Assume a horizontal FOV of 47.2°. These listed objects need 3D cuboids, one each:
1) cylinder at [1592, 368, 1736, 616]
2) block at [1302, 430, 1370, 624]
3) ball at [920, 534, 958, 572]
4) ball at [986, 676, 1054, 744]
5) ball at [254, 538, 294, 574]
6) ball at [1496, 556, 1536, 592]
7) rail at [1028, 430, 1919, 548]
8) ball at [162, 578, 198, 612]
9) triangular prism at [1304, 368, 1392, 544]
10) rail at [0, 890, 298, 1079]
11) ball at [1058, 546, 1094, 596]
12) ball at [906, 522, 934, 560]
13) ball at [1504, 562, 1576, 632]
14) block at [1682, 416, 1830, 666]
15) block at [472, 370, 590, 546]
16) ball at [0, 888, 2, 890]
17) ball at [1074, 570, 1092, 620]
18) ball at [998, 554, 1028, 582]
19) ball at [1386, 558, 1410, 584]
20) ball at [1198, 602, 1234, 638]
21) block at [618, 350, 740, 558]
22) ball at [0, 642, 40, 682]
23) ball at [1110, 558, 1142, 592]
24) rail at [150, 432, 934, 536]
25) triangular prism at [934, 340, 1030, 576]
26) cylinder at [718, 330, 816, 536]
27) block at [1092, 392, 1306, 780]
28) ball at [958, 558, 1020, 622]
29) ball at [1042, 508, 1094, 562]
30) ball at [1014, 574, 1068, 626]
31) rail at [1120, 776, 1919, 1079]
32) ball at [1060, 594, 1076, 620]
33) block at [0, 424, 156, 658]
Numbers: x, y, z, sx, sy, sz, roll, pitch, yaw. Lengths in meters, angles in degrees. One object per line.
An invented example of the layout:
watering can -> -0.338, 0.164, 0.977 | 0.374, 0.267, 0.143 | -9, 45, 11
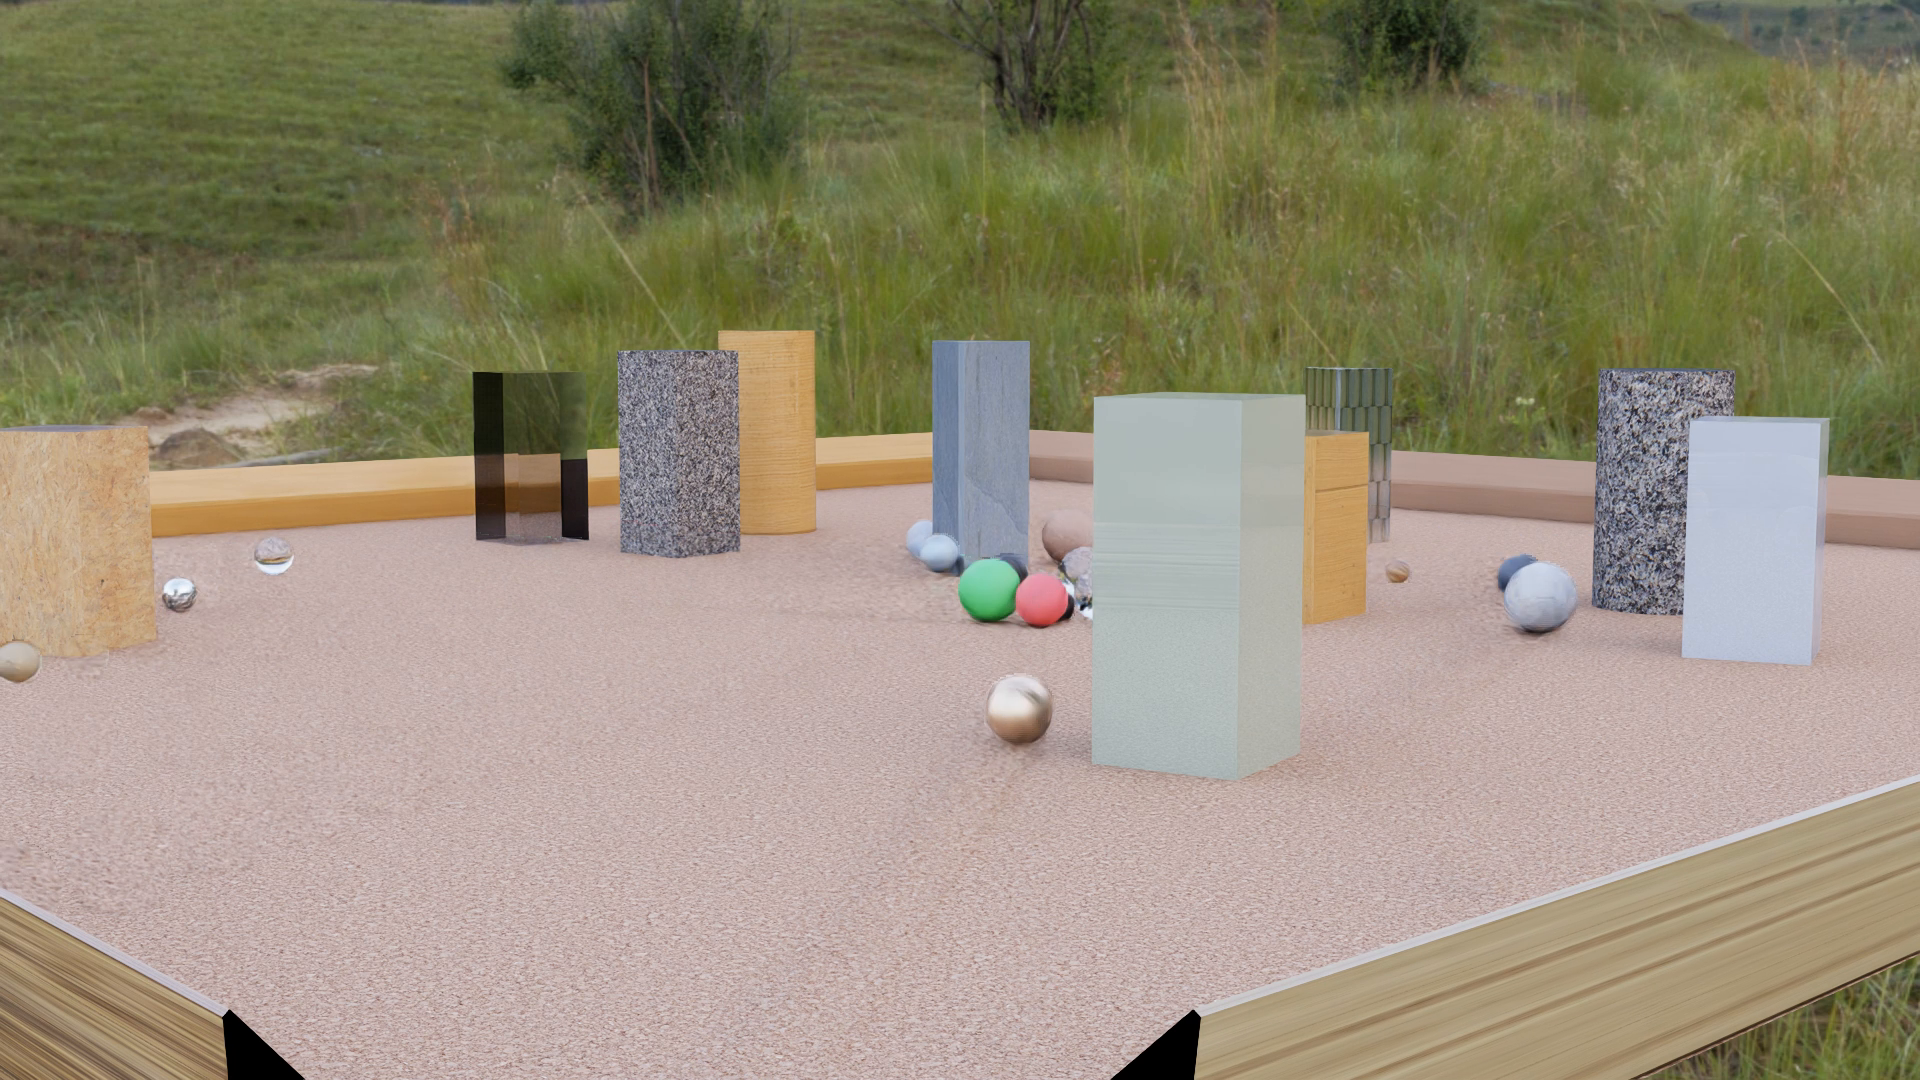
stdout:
cylinder -> 1.050, -0.076, 3.286 | 0.194, 0.355, 0.194 | 0, 6, 0
block -> 0.487, -0.024, 3.208 | 0.155, 0.266, 0.155 | 5, 8, 38
ball -> -0.034, 0.023, 3.671 | 0.064, 0.064, 0.064 | 0, 6, 0
ball -> 0.061, 0.174, 2.258 | 0.070, 0.070, 0.070 | 0, 6, 0
ball -> -1.154, 0.027, 3.699 | 0.063, 0.063, 0.063 | 0, 6, 0
ball -> 0.860, 0.058, 3.379 | 0.069, 0.069, 0.069 | 0, 6, 0
rail -> 1.329, -0.095, 4.552 | 0.045, 0.126, 3.586 | -6, 8, -42
ball -> -1.153, 0.080, 3.250 | 0.050, 0.050, 0.050 | 0, 6, 0
triangular prism -> 0.715, -0.163, 4.216 | 0.168, 0.333, 0.145 | -6, 8, -43
rail -> -1.329, 0.161, 2.112 | 0.045, 0.126, 3.586 | -6, 8, -42
ball -> 0.192, 0.051, 3.386 | 0.081, 0.081, 0.081 | 0, 6, 0
ball -> -0.062, 0.001, 3.913 | 0.070, 0.070, 0.070 | 0, 6, 0
ball -> 0.801, 0.080, 3.036 | 0.096, 0.096, 0.096 | 0, 6, 0
block -> 1.030, -0.004, 2.844 | 0.155, 0.303, 0.155 | 3, 7, 25
block -> -0.826, -0.161, 4.231 | 0.155, 0.325, 0.155 | -6, 8, -44
ball -> -0.685, 0.254, 1.493 | 0.071, 0.071, 0.071 | 0, 6, 0
ball -> 0.200, 0.078, 3.154 | 0.075, 0.075, 0.075 | 0, 6, 0
ball -> 0.074, 0.055, 3.425 | 0.064, 0.064, 0.064 | 0, 6, 0
ball -> 0.713, 0.051, 3.580 | 0.041, 0.041, 0.041 | 0, 6, 0
ball -> 0.347, 0.109, 2.985 | 0.048, 0.048, 0.048 | 0, 6, 0
block -> -0.514, -0.162, 4.030 | 0.155, 0.369, 0.155 | 5, 8, 40
ball -> -1.128, 0.146, 2.633 | 0.049, 0.049, 0.049 | 0, 6, 0
ball -> 0.262, 0.055, 3.482 | 0.052, 0.052, 0.052 | 0, 6, 0
rail -> -1.200, -0.103, 4.625 | 3.665, 0.126, 0.045 | -6, 8, -42
triangular prism -> 0.008, -0.145, 3.767 | 0.145, 0.391, 0.168 | 6, 8, 44
cylinder -> -0.386, -0.219, 4.417 | 0.194, 0.402, 0.194 | 0, 6, 0
block -> 0.236, 0.038, 2.170 | 0.155, 0.360, 0.155 | 4, 7, 31
ball -> 0.043, 0.071, 3.136 | 0.091, 0.091, 0.091 | 0, 6, 0
ball -> 0.192, -0.007, 3.855 | 0.097, 0.097, 0.097 | 0, 6, 0
ball -> 0.115, 0.084, 3.096 | 0.075, 0.075, 0.075 | 0, 6, 0
rail -> 1.200, 0.168, 2.039 | 3.665, 0.126, 0.045 | -6, 8, -42
ball -> 0.145, 0.095, 3.155 | 0.041, 0.041, 0.041 | 0, 6, 0
block -> -1.180, -0.003, 2.900 | 0.155, 0.289, 0.155 | 1, 6, 13
